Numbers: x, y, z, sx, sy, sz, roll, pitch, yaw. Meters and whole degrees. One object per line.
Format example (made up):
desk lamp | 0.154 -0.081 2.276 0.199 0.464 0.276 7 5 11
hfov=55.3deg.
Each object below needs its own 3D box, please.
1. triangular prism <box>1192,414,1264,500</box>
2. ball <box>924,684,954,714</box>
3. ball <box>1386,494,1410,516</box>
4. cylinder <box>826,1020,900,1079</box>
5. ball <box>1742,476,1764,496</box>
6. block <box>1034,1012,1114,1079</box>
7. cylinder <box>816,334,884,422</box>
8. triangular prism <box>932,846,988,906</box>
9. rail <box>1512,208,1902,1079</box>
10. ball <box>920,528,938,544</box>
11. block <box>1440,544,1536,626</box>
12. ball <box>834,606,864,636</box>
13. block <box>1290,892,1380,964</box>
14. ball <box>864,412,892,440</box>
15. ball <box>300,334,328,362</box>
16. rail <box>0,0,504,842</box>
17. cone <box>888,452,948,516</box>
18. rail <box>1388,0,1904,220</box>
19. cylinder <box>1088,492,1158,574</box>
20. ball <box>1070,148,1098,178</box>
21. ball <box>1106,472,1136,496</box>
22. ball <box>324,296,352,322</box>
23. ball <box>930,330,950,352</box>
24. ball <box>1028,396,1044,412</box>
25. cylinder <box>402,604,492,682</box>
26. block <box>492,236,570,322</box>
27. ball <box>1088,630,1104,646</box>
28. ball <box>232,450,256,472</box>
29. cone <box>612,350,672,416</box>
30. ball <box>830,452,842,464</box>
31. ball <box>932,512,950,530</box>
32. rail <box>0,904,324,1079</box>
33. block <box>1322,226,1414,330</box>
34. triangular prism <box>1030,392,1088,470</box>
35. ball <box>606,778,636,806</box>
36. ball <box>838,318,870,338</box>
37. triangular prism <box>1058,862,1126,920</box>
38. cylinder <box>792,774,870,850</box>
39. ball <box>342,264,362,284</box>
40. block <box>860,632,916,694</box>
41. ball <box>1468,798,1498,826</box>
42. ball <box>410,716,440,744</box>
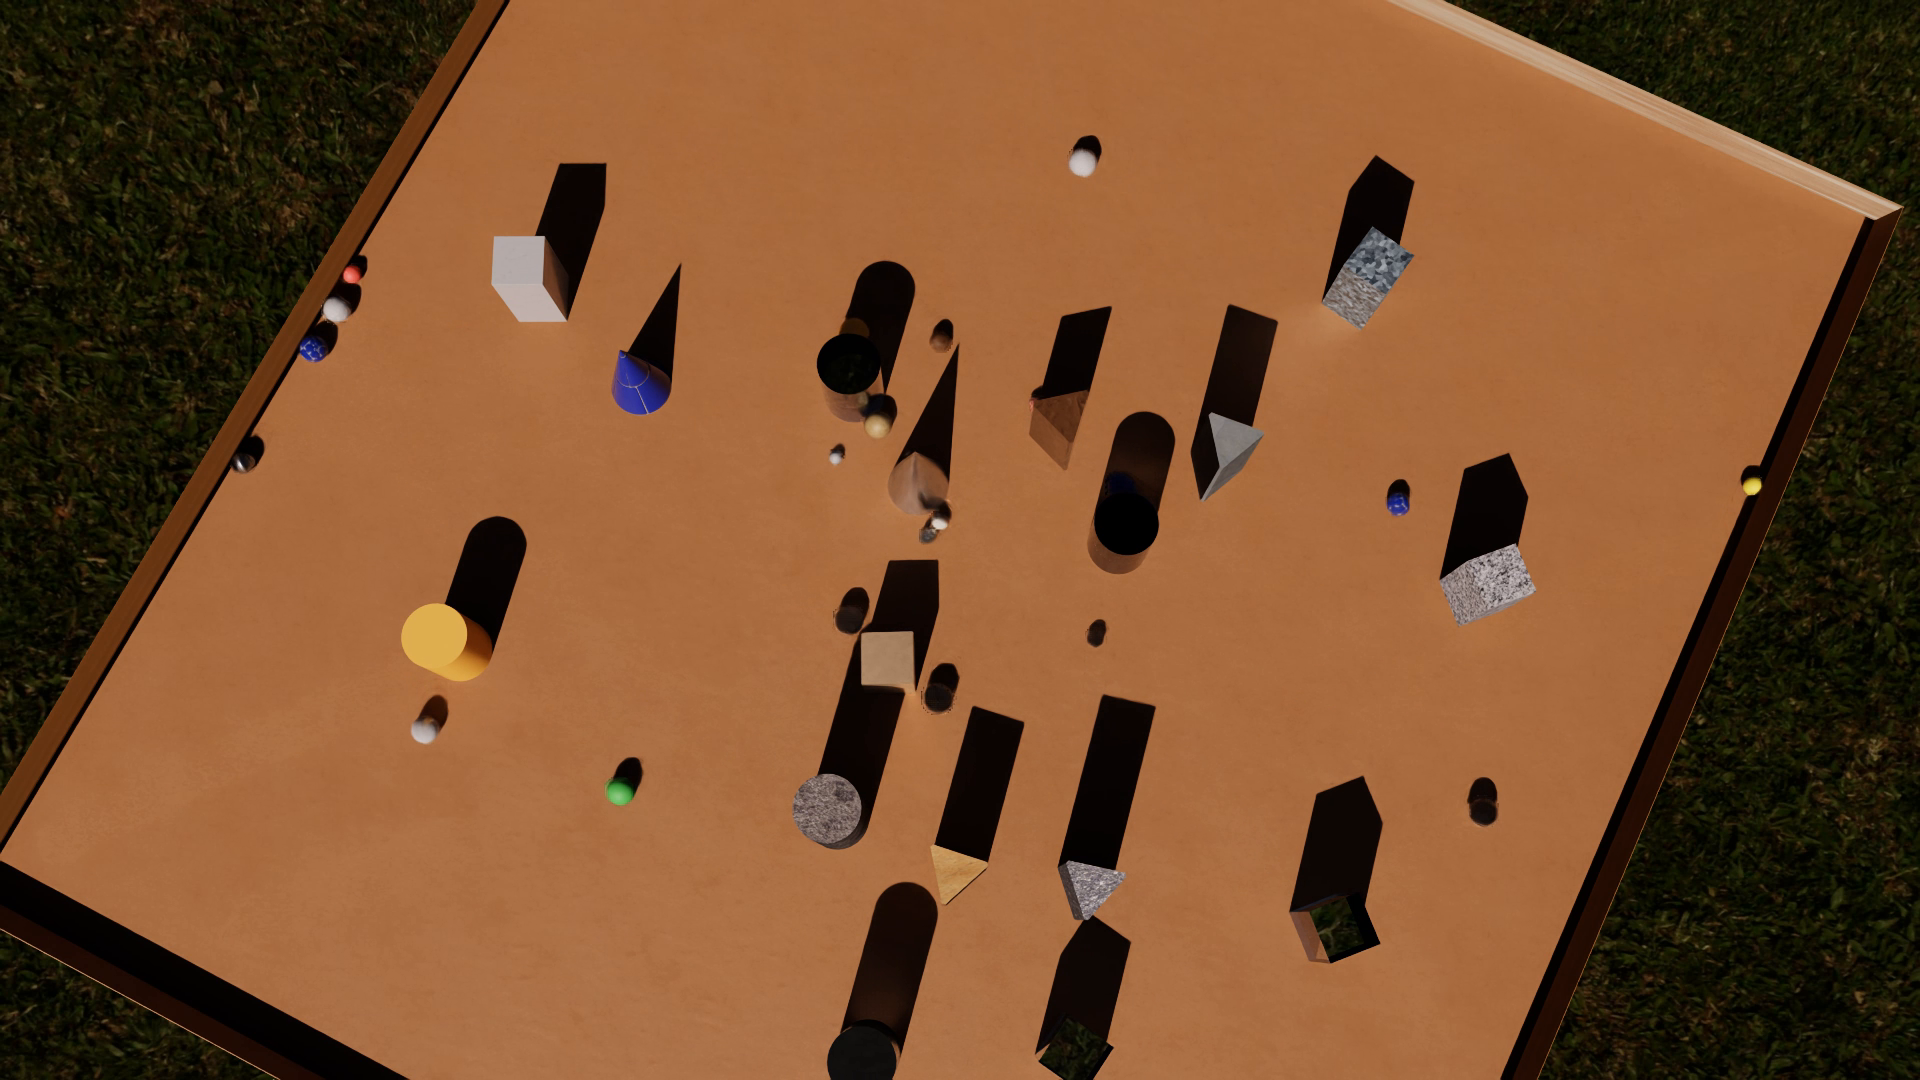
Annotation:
triangular prism | 0.762 -0.266 5.451 0.163 0.432 0.141 -39 81 -7
ball | -0.064 0.473 5.473 0.090 0.090 0.090 0 78 0
ball | 1.340 -0.107 5.602 0.071 0.071 0.071 0 78 0
cylinder | -0.266 1.449 5.134 0.189 0.357 0.189 0 78 0
ball | 2.433 -0.165 5.620 0.060 0.060 0.060 0 78 0
block | 0.321 1.447 5.186 0.151 0.257 0.151 34 80 7
cylinder | -0.329 -0.488 5.559 0.189 0.311 0.189 0 78 0
triangular prism | -0.031 0.931 5.225 0.163 0.389 0.141 -41 81 -8
rail | 1.909 0.941 5.358 0.045 0.122 4.516 26 80 5
ball | -0.095 -0.013 5.594 0.050 0.050 0.050 0 78 0
block | 1.558 0.137 5.424 0.151 0.321 0.151 -20 79 -4
ball | -0.334 0.243 5.522 0.087 0.087 0.087 0 78 0
block | 1.065 1.105 5.227 0.151 0.315 0.151 -20 79 -4
ball | -0.253 -0.354 5.646 0.086 0.086 0.086 0 78 0
ball | -2.008 -0.594 5.696 0.086 0.086 0.086 0 78 0
rail | -1.909 -0.928 5.745 0.045 0.122 4.516 26 80 5
cone | -0.128 -0.211 5.444 0.189 0.422 0.189 0 78 0
rail | 0.999 -1.951 5.956 4.316 0.122 0.045 26 80 5
cylinder | 0.484 -0.018 5.468 0.189 0.298 0.189 0 78 0
ball | 0.392 -1.198 5.818 0.090 0.090 0.090 0 78 0
ball | 0.494 -0.160 5.603 0.090 0.090 0.090 0 78 0
ball | -1.944 -0.722 5.723 0.084 0.084 0.084 0 78 0
ball | -0.062 -0.619 5.711 0.066 0.066 0.066 0 78 0
ball | 0.239 -0.418 5.675 0.054 0.054 0.054 0 78 0
cylinder | -1.509 0.305 5.404 0.189 0.293 0.189 0 78 0
block | -1.310 -0.795 5.604 0.151 0.346 0.151 0 78 0
ball | 0.409 0.297 5.529 0.051 0.051 0.051 0 78 0
ball | -2.202 -0.242 5.631 0.070 0.070 0.070 0 78 0
cone | -0.994 -0.518 5.533 0.189 0.373 0.189 0 78 0
ball | -0.383 -0.253 5.648 0.041 0.041 0.041 0 78 0
ball | -0.060 -0.057 5.600 0.054 0.054 0.054 0 78 0
rail | -0.999 1.963 5.147 4.316 0.122 0.045 26 80 5
block | 1.243 -0.795 5.605 0.151 0.345 0.151 36 81 7
triangular prism | 0.322 -0.355 5.515 0.141 0.341 0.163 -42 81 -8
ball | -1.003 0.743 5.421 0.082 0.082 0.082 0 78 0
ball | -0.330 -0.643 5.701 0.094 0.094 0.094 0 78 0
triangular prism | 0.343 0.964 5.182 0.141 0.460 0.163 42 81 8
cylinder | -0.363 0.779 5.222 0.189 0.457 0.189 0 78 0
ball | -1.911 -0.835 5.759 0.059 0.059 0.059 0 78 0
block | -0.211 0.365 5.420 0.151 0.236 0.151 -1 78 0
ball | 1.544 0.804 5.407 0.084 0.084 0.084 0 78 0
ball | -1.593 0.564 5.458 0.082 0.082 0.082 0 78 0
